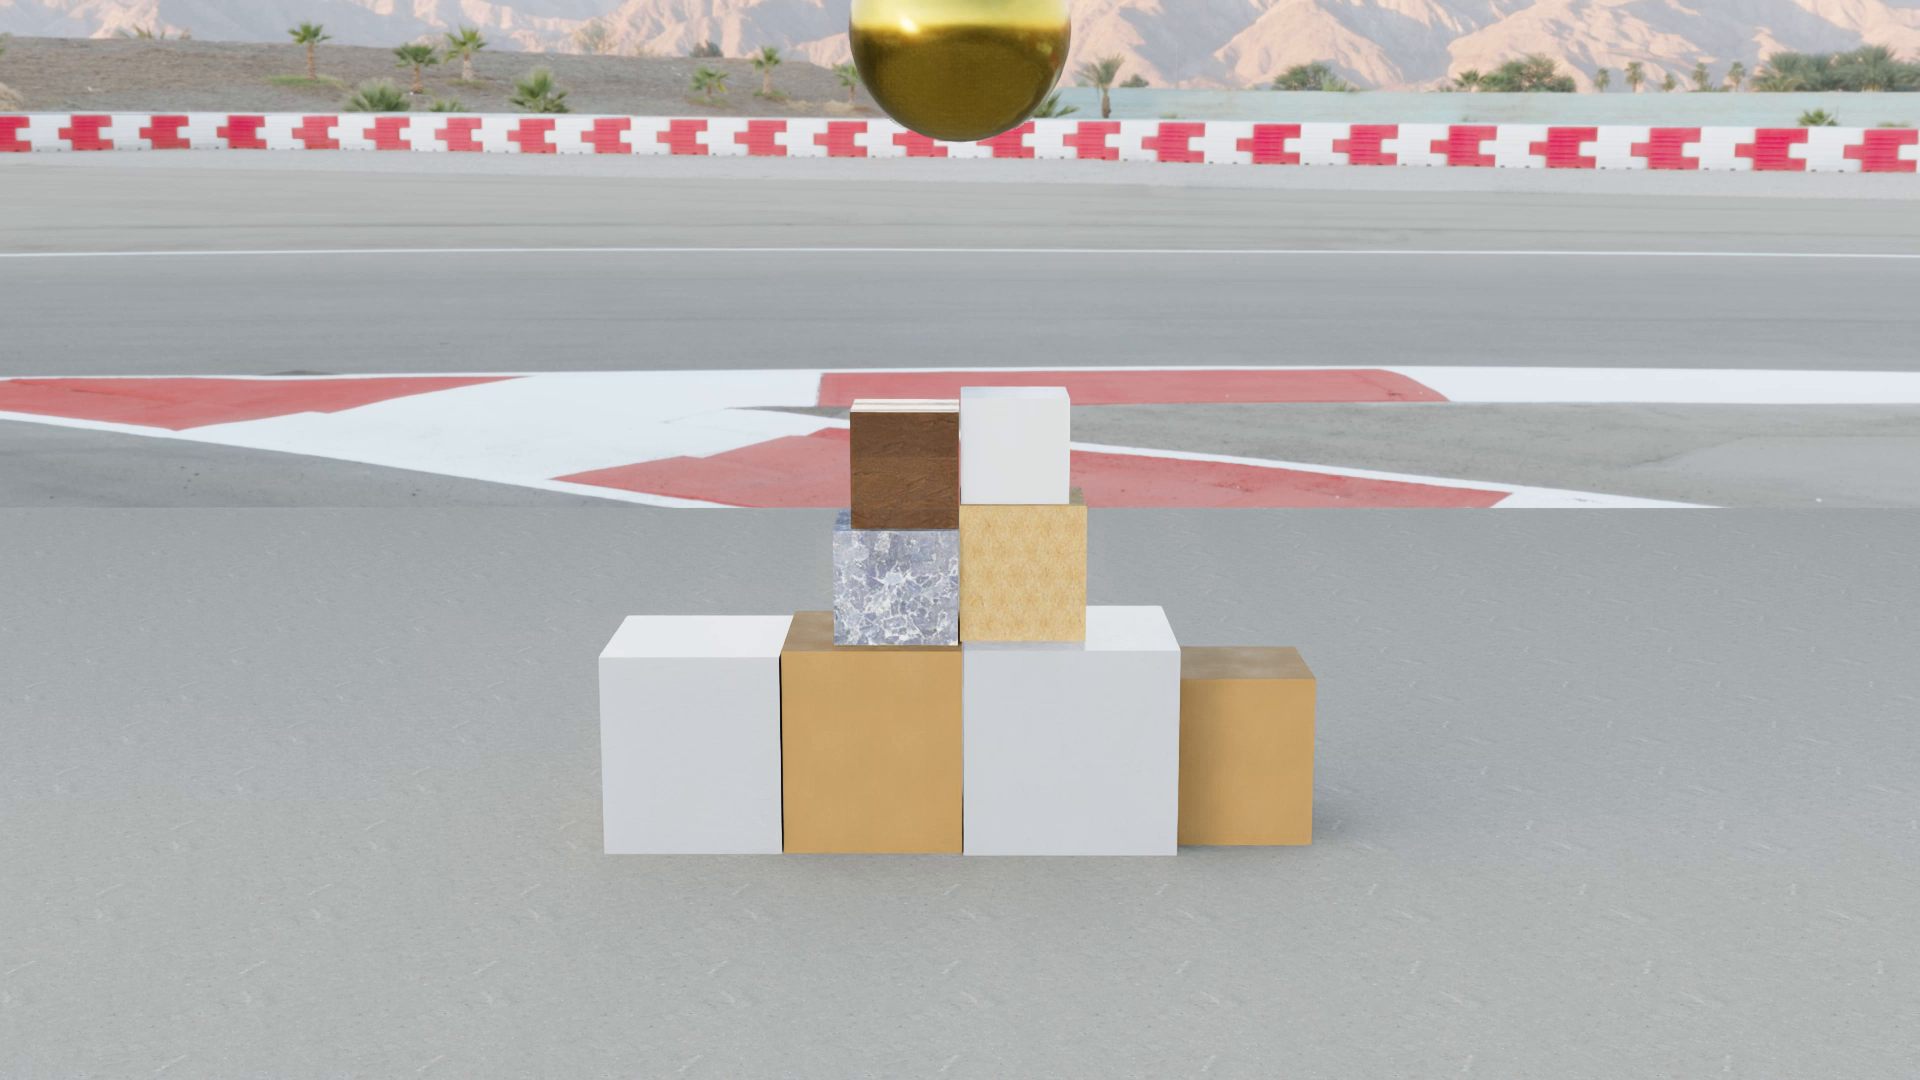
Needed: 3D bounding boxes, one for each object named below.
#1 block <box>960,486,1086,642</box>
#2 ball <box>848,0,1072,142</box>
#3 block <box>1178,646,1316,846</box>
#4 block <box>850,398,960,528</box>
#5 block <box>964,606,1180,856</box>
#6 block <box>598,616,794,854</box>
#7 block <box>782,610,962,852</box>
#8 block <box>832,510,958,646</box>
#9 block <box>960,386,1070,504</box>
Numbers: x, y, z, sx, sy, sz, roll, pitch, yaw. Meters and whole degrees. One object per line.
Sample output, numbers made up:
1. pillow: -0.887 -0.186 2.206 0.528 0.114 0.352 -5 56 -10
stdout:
1. block: 0.312 0.114 11.191 0.626 0.683 0.611 0 10 0
2. ball: 0.000 -3.658 15.755 1.600 1.600 1.600 0 10 0
3. block: 1.431 1.052 11.374 0.683 0.861 0.719 0 10 0
4. block: -0.273 -0.392 11.119 0.536 0.582 0.564 0 10 0
5. block: 0.549 0.961 11.360 1.060 1.045 1.048 0 10 0
6. block: -1.330 0.984 11.344 0.884 1.005 0.960 0 10 0
7. block: -0.434 0.970 11.348 0.887 1.031 0.947 0 10 0
8. block: -0.318 0.181 11.200 0.615 0.574 0.657 0 10 0
9. block: 0.273 -0.484 11.100 0.536 0.524 0.520 0 10 0
